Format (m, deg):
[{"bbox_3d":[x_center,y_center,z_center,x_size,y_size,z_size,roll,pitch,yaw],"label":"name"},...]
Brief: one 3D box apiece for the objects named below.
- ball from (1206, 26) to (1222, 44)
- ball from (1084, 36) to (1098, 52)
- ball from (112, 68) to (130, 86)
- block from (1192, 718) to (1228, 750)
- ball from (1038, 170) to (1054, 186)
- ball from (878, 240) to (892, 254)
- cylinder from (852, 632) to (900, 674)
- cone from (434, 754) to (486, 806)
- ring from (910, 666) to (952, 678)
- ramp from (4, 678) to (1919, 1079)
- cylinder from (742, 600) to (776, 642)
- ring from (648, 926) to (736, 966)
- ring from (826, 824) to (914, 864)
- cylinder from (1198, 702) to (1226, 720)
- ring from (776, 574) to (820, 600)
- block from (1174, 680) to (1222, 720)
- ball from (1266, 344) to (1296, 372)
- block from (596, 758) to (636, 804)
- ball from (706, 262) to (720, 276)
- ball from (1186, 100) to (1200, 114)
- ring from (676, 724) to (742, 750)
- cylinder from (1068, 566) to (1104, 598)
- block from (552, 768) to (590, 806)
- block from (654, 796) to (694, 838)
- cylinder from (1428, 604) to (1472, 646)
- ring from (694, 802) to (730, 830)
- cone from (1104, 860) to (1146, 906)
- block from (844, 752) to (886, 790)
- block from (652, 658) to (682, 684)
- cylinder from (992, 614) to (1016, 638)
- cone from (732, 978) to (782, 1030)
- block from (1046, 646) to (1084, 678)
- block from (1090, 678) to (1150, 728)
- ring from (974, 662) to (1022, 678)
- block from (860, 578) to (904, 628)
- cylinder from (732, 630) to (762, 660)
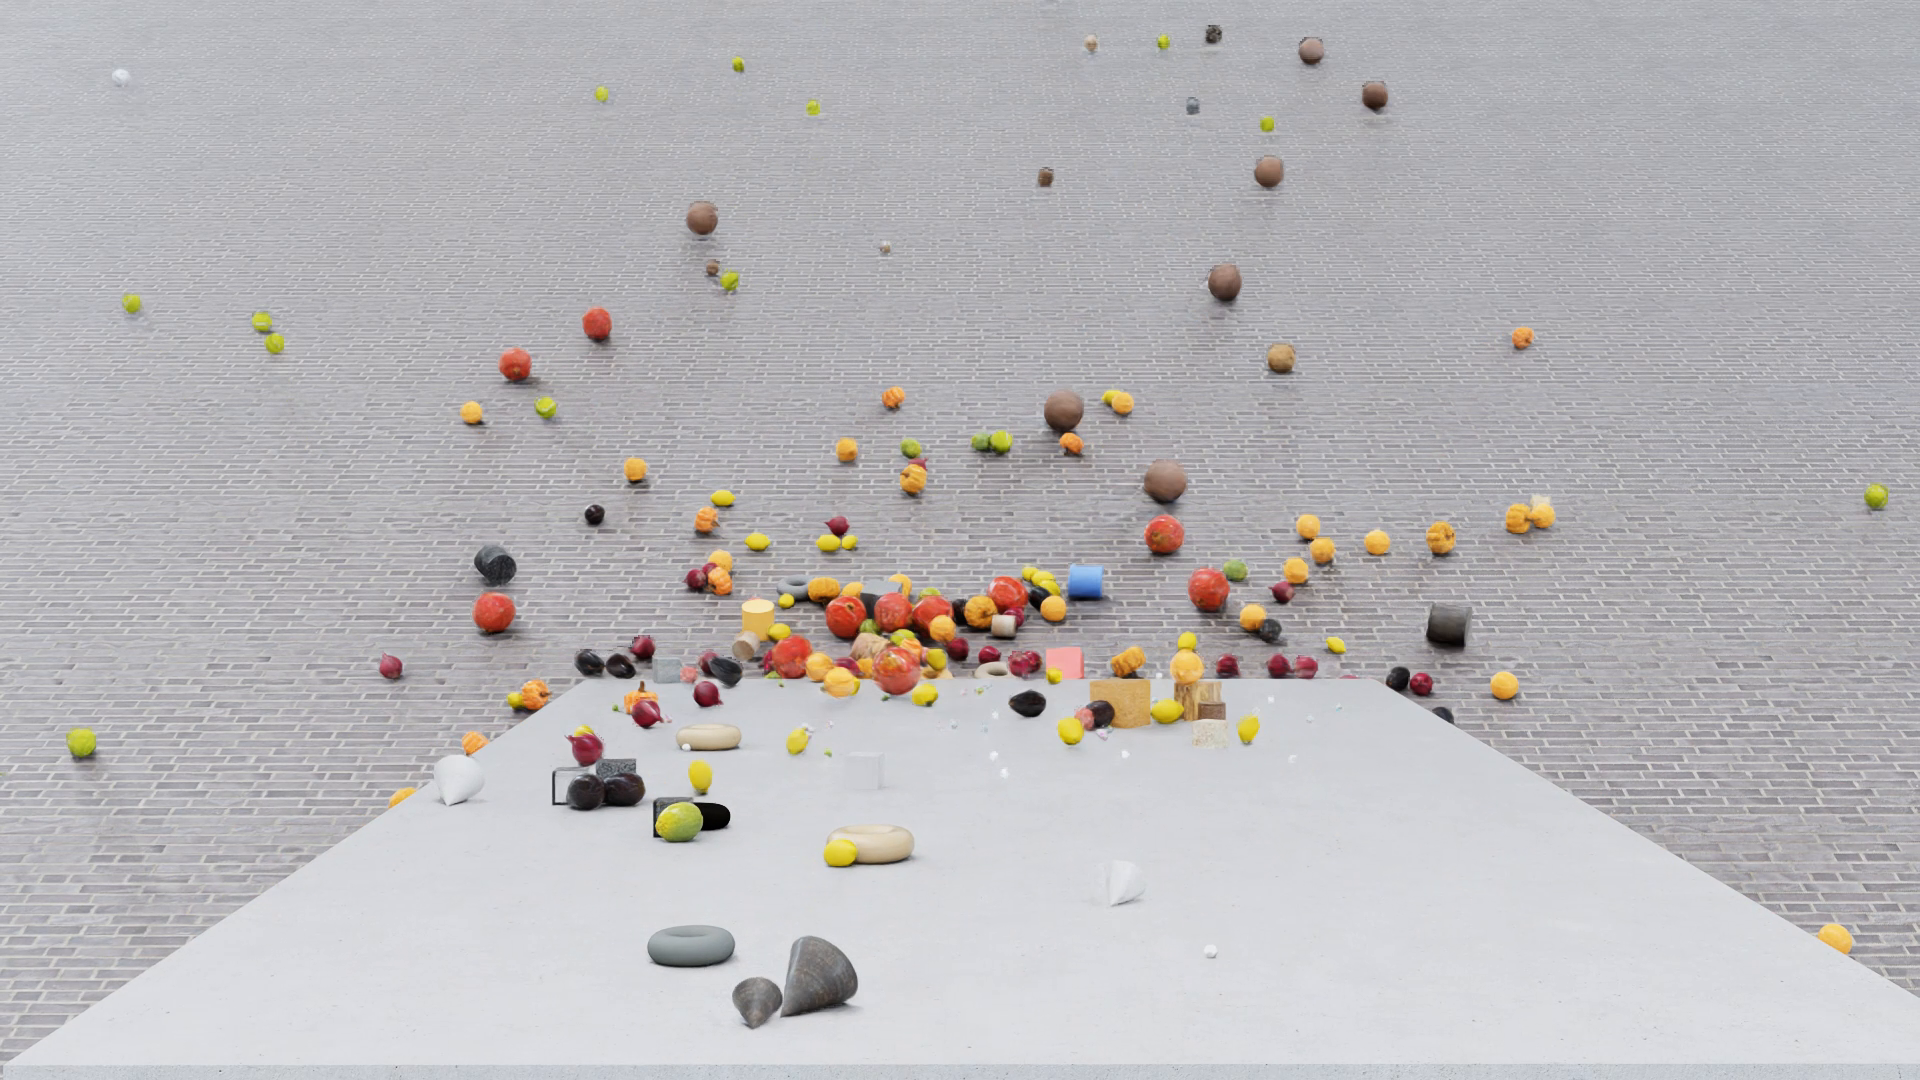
[{"bbox_3d":[1.356,-2.699,13.759,0.089,0.089,0.089,0,23,0],"label":"ball"},{"bbox_3d":[0.693,-2.621,13.588,0.081,0.081,0.081,0,23,0],"label":"ball"},{"bbox_3d":[-4.196,-2.313,12.870,0.083,0.083,0.083,0,23,0],"label":"ball"},{"bbox_3d":[0.497,0.385,5.109,0.052,0.052,0.052,2,3,36],"label":"block"},{"bbox_3d":[0.371,-1.569,11.154,0.070,0.070,0.070,0,23,0],"label":"ball"},{"bbox_3d":[-0.297,-1.165,10.240,0.050,0.050,0.050,0,23,0],"label":"ball"},{"bbox_3d":[-0.223,0.299,6.783,0.091,0.091,0.091,17,29,35],"label":"cylinder"},{"bbox_3d":[-0.853,0.424,4.337,0.089,0.089,0.089,1,29,3],"label":"cone"},{"bbox_3d":[-0.074,0.363,6.701,0.114,0.038,0.114,-1,23,0],"label":"ring"},{"bbox_3d":[0.054,0.485,4.539,2.000,0.100,4.000,0,2,0],"label":"ramp"},{"bbox_3d":[-0.546,0.219,6.973,0.087,0.087,0.087,0,23,0],"label":"cylinder"},{"bbox_3d":[-0.318,0.480,3.044,0.104,0.035,0.104,-1,3,0],"label":"ring"},{"bbox_3d":[-0.131,0.445,3.772,0.131,0.044,0.131,-1,3,0],"label":"ring"},{"bbox_3d":[0.526,0.370,5.384,0.060,0.060,0.060,0,2,0],"label":"cylinder"},{"bbox_3d":[-0.455,0.133,7.232,0.123,0.041,0.123,-1,23,0],"label":"ring"},{"bbox_3d":[0.519,0.350,5.618,0.080,0.080,0.080,1,3,26],"label":"block"},{"bbox_3d":[1.114,-0.630,8.932,0.100,0.100,0.100,0,23,0],"label":"ball"},{"bbox_3d":[-0.583,0.409,4.372,0.067,0.067,0.067,0,2,-7],"label":"block"},{"bbox_3d":[-0.960,-1.051,9.968,0.055,0.055,0.055,0,23,0],"label":"ball"},{"bbox_3d":[1.114,-2.075,12.334,0.068,0.068,0.068,0,23,0],"label":"ball"},{"bbox_3d":[-0.498,0.391,5.103,0.130,0.043,0.130,-1,3,0],"label":"ring"},{"bbox_3d":[0.352,0.119,7.207,0.087,0.087,0.087,4,24,8],"label":"cylinder"},{"bbox_3d":[-0.655,0.415,4.340,0.056,0.056,0.056,0,2,0],"label":"block"},{"bbox_3d":[-0.444,0.430,3.993,0.055,0.055,0.055,0,2,2],"label":"block"},{"bbox_3d":[1.317,0.230,6.933,0.099,0.099,0.099,8,25,19],"label":"cylinder"},{"bbox_3d":[-0.416,0.437,4.073,0.106,0.035,0.106,1,1,0],"label":"ring"},{"bbox_3d":[0.209,0.468,3.409,0.061,0.061,0.061,9,32,20],"label":"cone"},{"bbox_3d":[-0.167,0.406,4.531,0.059,0.059,0.059,0,2,12],"label":"block"},{"bbox_3d":[-0.735,0.327,6.450,0.060,0.060,0.060,-1,2,-18],"label":"block"},{"bbox_3d":[0.119,0.233,6.975,0.060,0.060,0.060,3,23,8],"label":"cylinder"},{"bbox_3d":[-0.215,0.498,2.709,0.054,0.054,0.054,1,32,2],"label":"cone"},{"bbox_3d":[0.271,0.335,6.607,0.088,0.088,0.088,-4,62,7],"label":"block"},{"bbox_3d":[0.342,0.348,5.496,0.095,0.095,0.095,2,3,34],"label":"block"},{"bbox_3d":[0.099,0.357,6.707,0.130,0.043,0.130,1,23,-1],"label":"ring"},{"bbox_3d":[-0.215,0.173,7.071,0.094,0.094,0.094,7,24,15],"label":"block"},{"bbox_3d":[-0.569,0.282,6.861,0.059,0.059,0.059,7,29,16],"label":"cylinder"}]
